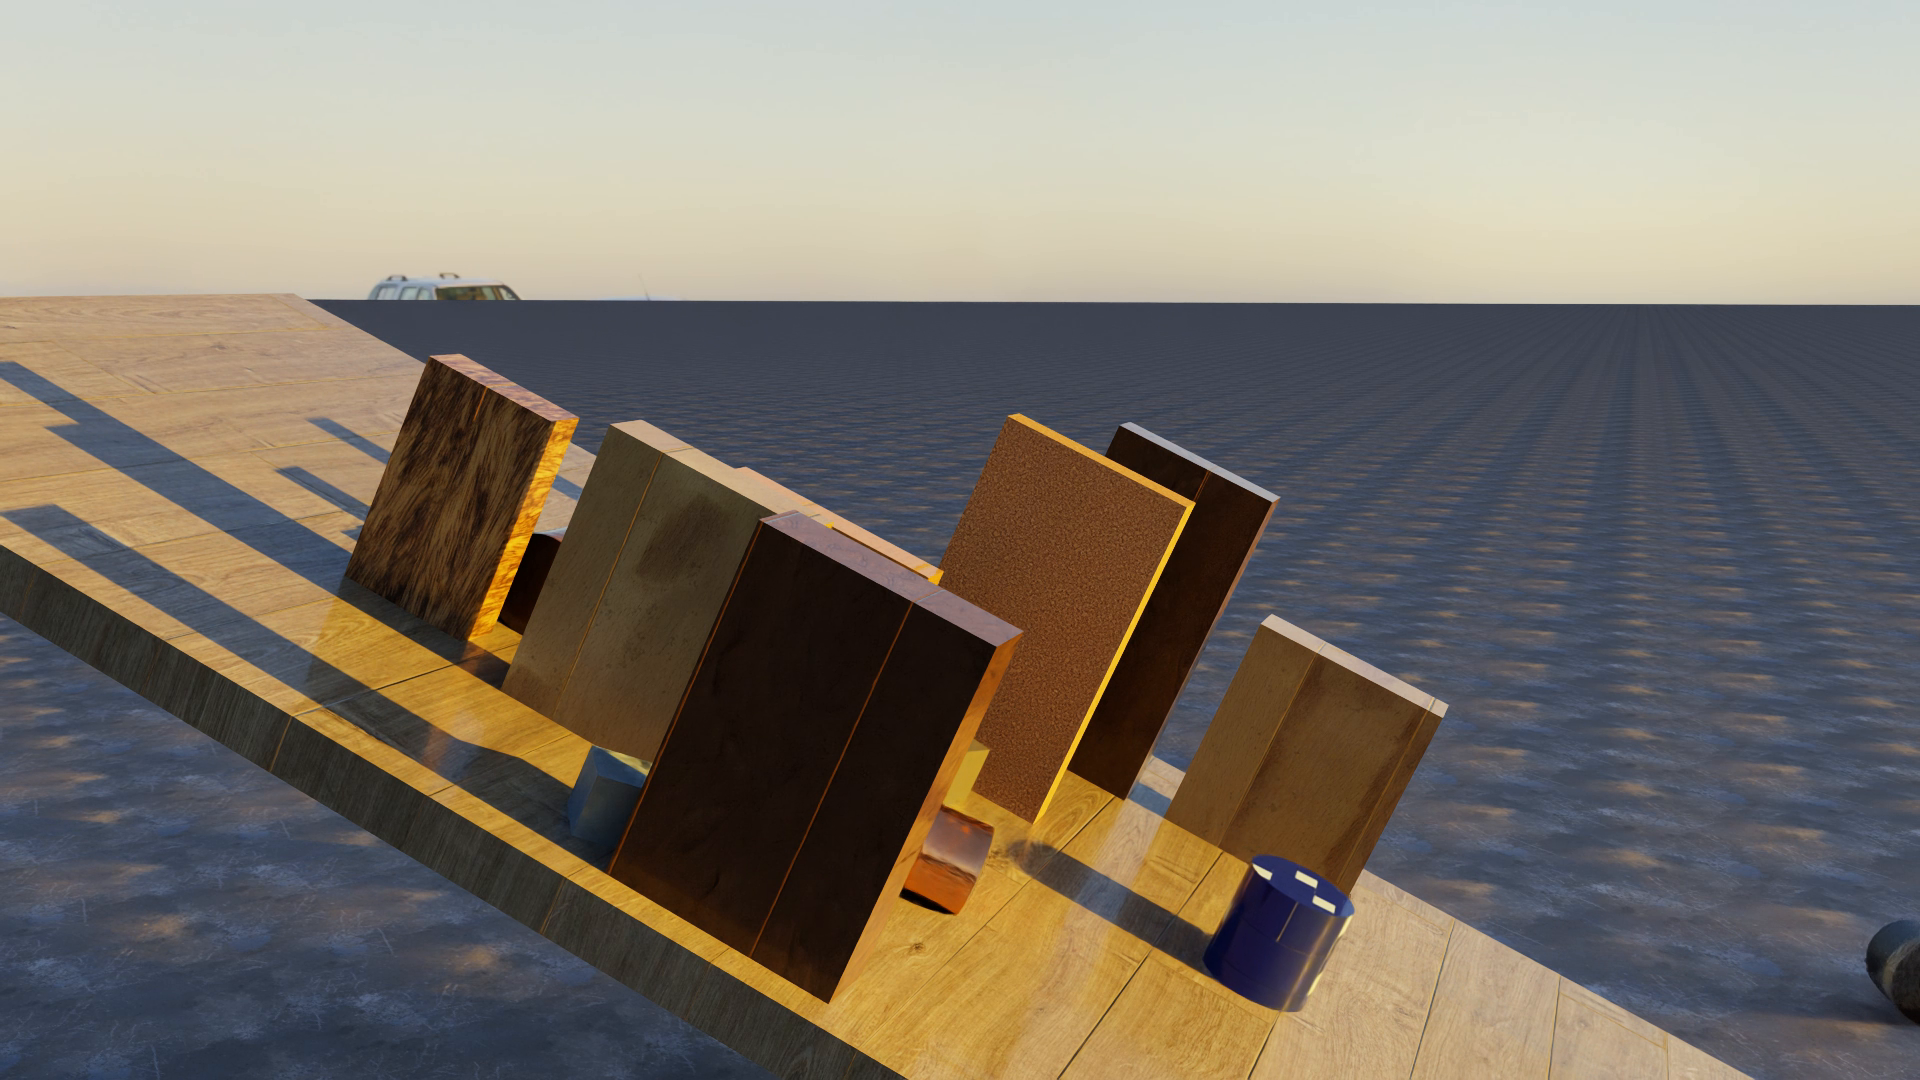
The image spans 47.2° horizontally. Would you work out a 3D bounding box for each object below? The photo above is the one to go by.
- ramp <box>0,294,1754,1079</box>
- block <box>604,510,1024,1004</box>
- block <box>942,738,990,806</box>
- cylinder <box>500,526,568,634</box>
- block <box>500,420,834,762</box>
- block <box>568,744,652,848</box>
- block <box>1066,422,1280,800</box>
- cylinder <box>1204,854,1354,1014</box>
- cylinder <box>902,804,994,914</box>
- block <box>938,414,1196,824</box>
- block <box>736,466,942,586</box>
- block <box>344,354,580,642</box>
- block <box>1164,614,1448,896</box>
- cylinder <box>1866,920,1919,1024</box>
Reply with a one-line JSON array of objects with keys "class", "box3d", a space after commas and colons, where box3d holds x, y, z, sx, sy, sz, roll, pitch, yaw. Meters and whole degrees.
[{"class": "ramp", "box3d": [-0.262, 0.446, 4.169, 4.000, 0.100, 2.000, 28, 14, 12]}, {"class": "block", "box3d": [-0.219, 0.315, 3.240, 0.392, 0.597, 0.141, 28, 14, 12]}, {"class": "block", "box3d": [-0.042, 0.422, 4.179, 0.117, 0.117, 0.117, 33, 16, 30]}, {"class": "cylinder", "box3d": [-0.741, 0.075, 4.107, 0.195, 0.195, 0.195, 2, 7, 18]}, {"class": "block", "box3d": [-0.498, 0.114, 3.711, 0.385, 0.508, 0.122, 28, 14, 12]}, {"class": "block", "box3d": [-0.536, 0.402, 3.410, 0.107, 0.107, 0.107, 20, 14, -20]}, {"class": "block", "box3d": [0.353, 0.150, 4.632, 0.353, 0.708, 0.103, 28, 14, 12]}, {"class": "cylinder", "box3d": [0.576, 0.711, 3.977, 0.204, 0.204, 0.204, 23, 13, -6]}, {"class": "cylinder", "box3d": [-0.047, 0.523, 3.693, 0.158, 0.158, 0.158, 24, 6, -3]}, {"class": "block", "box3d": [0.128, 0.153, 4.260, 0.385, 0.693, 0.082, 28, 14, 12]}, {"class": "block", "box3d": [-0.313, 0.156, 4.036, 0.424, 0.432, 0.087, 28, 14, 12]}, {"class": "block", "box3d": [-0.887, -0.076, 3.909, 0.258, 0.435, 0.106, 28, 14, 12]}, {"class": "block", "box3d": [0.722, 0.464, 4.601, 0.411, 0.468, 0.140, 28, 14, 12]}, {"class": "cylinder", "box3d": [2.409, 1.083, 5.510, 0.210, 0.210, 0.210, 1, 7, 6]}]
